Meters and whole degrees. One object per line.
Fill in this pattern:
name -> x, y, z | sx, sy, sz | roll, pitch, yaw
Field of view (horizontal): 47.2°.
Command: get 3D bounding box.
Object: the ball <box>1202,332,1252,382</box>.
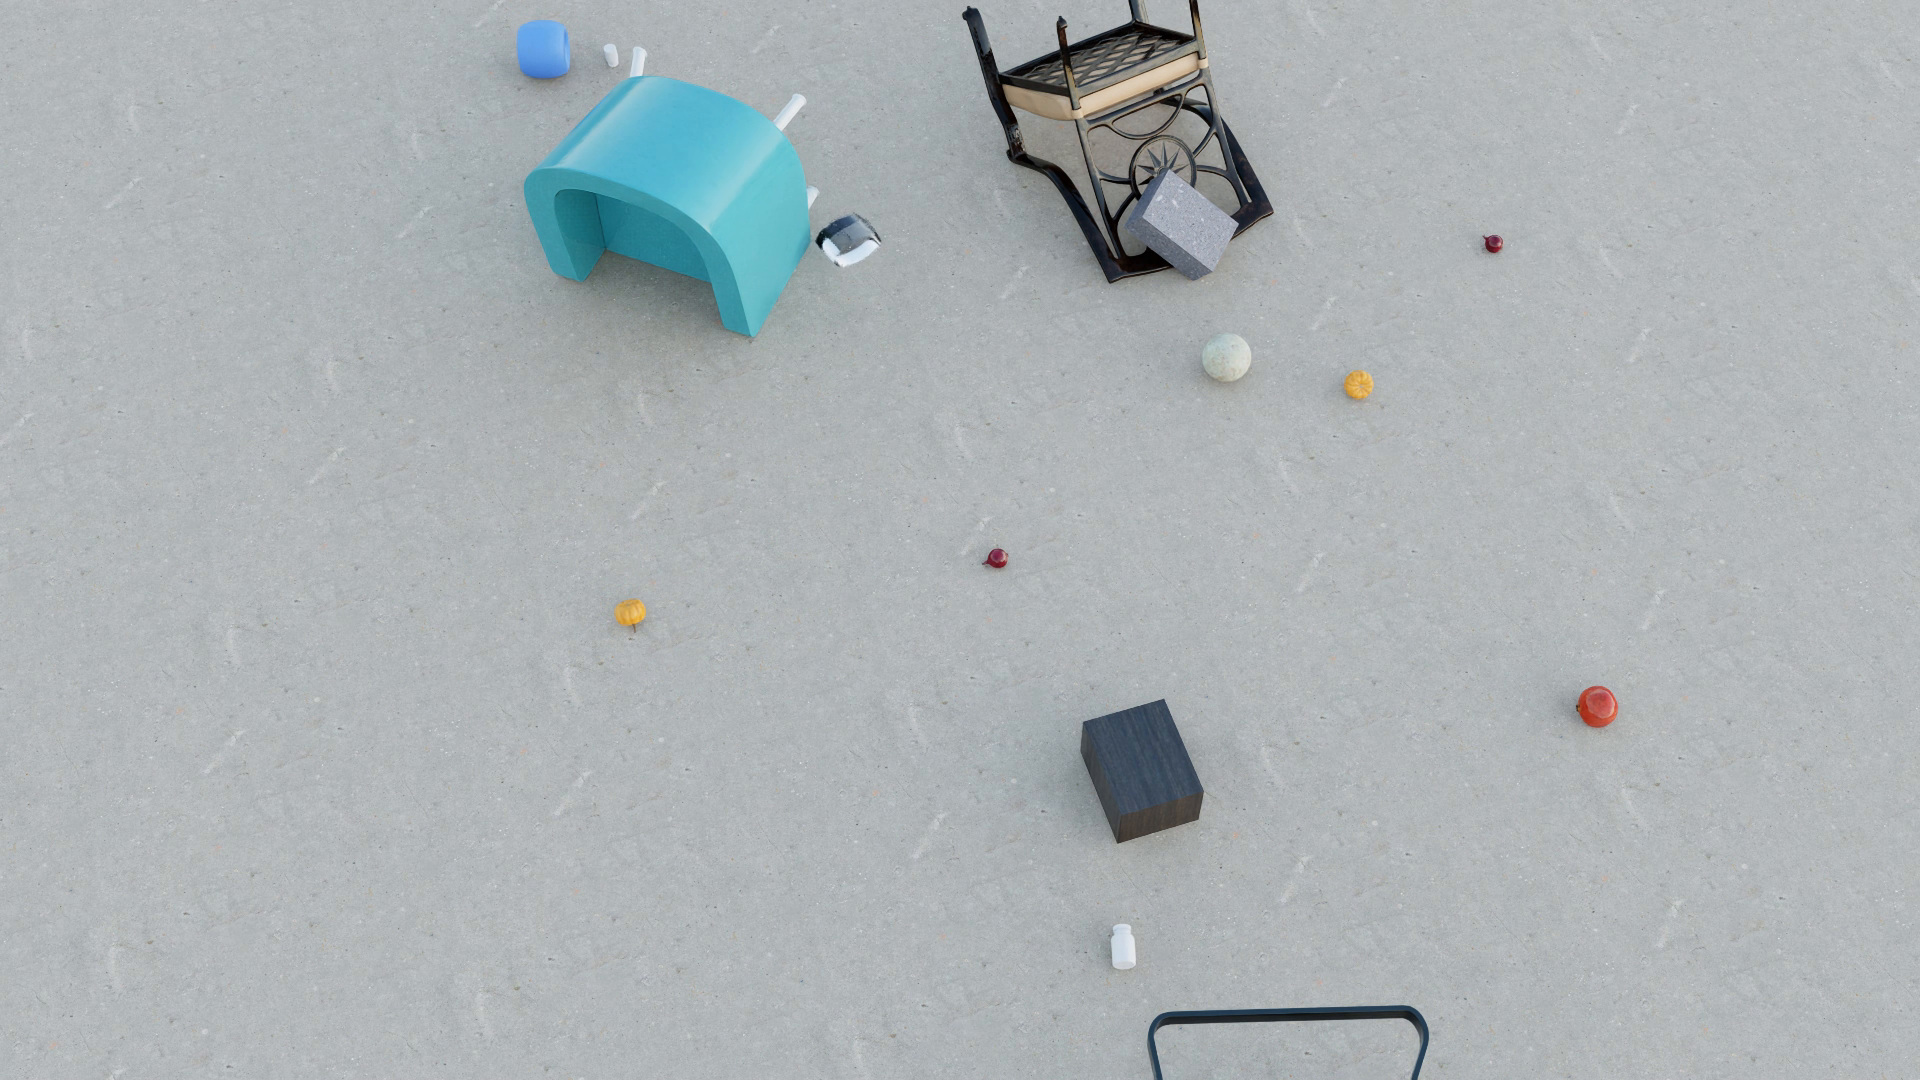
ball -> 0.832, -0.570, 6.864 | 0.153, 0.153, 0.153 | 0, 56, 0

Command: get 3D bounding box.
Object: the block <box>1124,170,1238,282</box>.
block -> 0.712, -1.011, 7.074 | 0.295, 0.125, 0.198 | 35, 70, -16

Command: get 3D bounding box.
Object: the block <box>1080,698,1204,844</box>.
block -> 0.497, 0.635, 6.046 | 0.238, 0.169, 0.301 | -15, 57, -10

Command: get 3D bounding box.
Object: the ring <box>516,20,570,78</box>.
ring -> -1.437, -1.693, 7.591 | 0.161, 0.221, 0.198 | -2, 97, -2

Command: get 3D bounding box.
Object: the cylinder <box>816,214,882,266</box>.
cylinder -> -0.363, -0.976, 7.167 | 0.187, 0.103, 0.108 | -28, 61, -23
